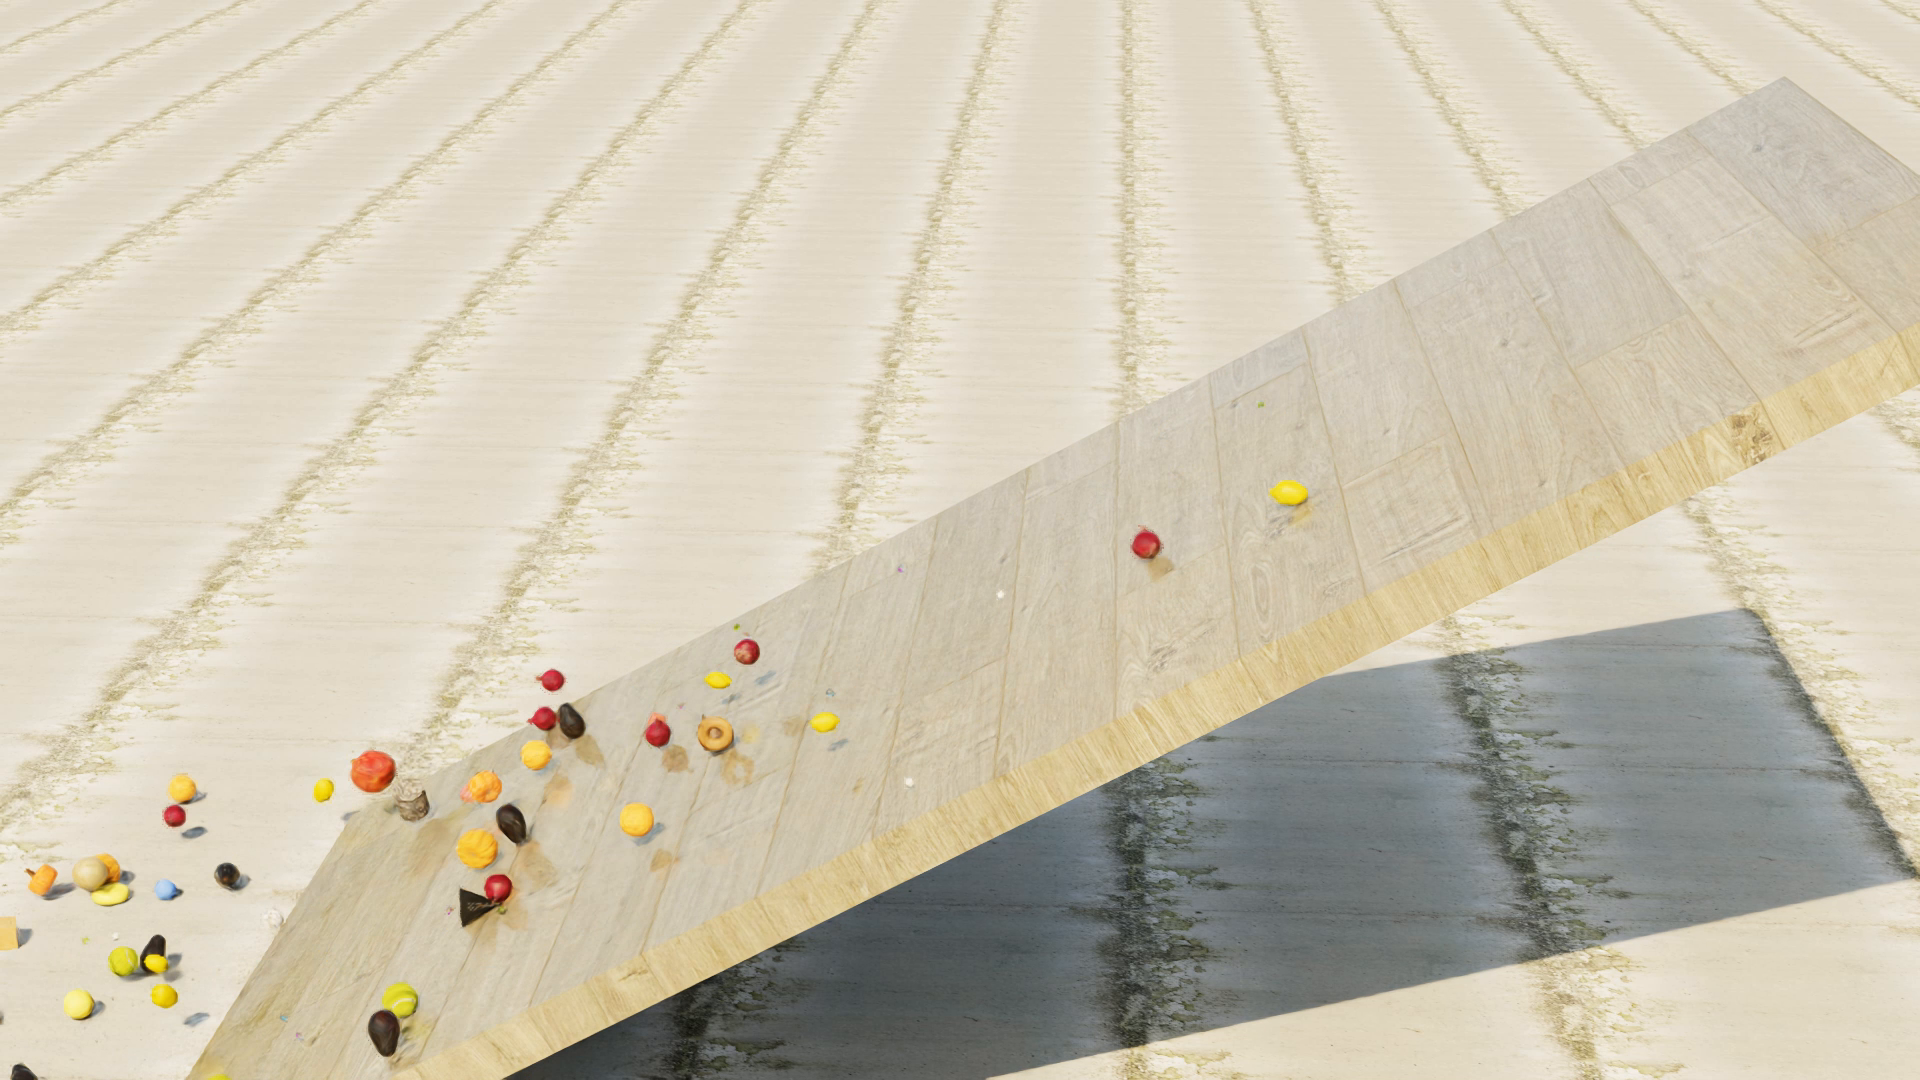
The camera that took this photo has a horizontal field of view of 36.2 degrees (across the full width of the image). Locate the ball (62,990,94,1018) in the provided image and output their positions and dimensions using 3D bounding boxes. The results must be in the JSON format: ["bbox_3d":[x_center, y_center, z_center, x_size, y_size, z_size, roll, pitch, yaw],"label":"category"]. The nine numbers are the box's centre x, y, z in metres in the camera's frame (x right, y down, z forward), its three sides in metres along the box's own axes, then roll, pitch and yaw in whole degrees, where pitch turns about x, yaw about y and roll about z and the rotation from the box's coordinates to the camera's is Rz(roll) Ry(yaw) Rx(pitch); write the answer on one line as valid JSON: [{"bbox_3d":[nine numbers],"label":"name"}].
[{"bbox_3d":[-2.014,1.060,6.716,0.067,0.067,0.067,0,18,0],"label":"ball"}]

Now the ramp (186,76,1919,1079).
[{"bbox_3d":[0.142,0.167,6.282,4.000,0.100,2.000,-27,14,11],"label":"ramp"}]

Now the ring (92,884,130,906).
[{"bbox_3d":[-2.115,0.882,7.325,0.091,0.030,0.091,-1,18,0],"label":"ring"}]

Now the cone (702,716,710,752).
[{"bbox_3d":[-0.547,0.414,6.451,0.072,0.072,0.072,-28,14,8],"label":"cone"}]

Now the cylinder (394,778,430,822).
[{"bbox_3d":[-1.337,0.634,7.170,0.074,0.074,0.074,-4,43,4],"label":"cylinder"}]

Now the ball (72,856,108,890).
[{"bbox_3d":[-2.161,0.828,7.303,0.085,0.085,0.085,0,18,0],"label":"ball"}]

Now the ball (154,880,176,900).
[{"bbox_3d":[-1.980,0.871,7.325,0.052,0.052,0.052,0,18,0],"label":"ball"}]

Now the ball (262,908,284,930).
[{"bbox_3d":[-1.632,0.898,6.985,0.052,0.052,0.052,0,18,0],"label":"ball"}]

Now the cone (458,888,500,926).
[{"bbox_3d":[-1.012,0.772,6.215,0.085,0.085,0.085,-4,18,-8],"label":"cone"}]

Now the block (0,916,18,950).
[{"bbox_3d":[-2.300,0.947,7.076,0.060,0.060,0.060,-5,18,-14],"label":"block"}]
